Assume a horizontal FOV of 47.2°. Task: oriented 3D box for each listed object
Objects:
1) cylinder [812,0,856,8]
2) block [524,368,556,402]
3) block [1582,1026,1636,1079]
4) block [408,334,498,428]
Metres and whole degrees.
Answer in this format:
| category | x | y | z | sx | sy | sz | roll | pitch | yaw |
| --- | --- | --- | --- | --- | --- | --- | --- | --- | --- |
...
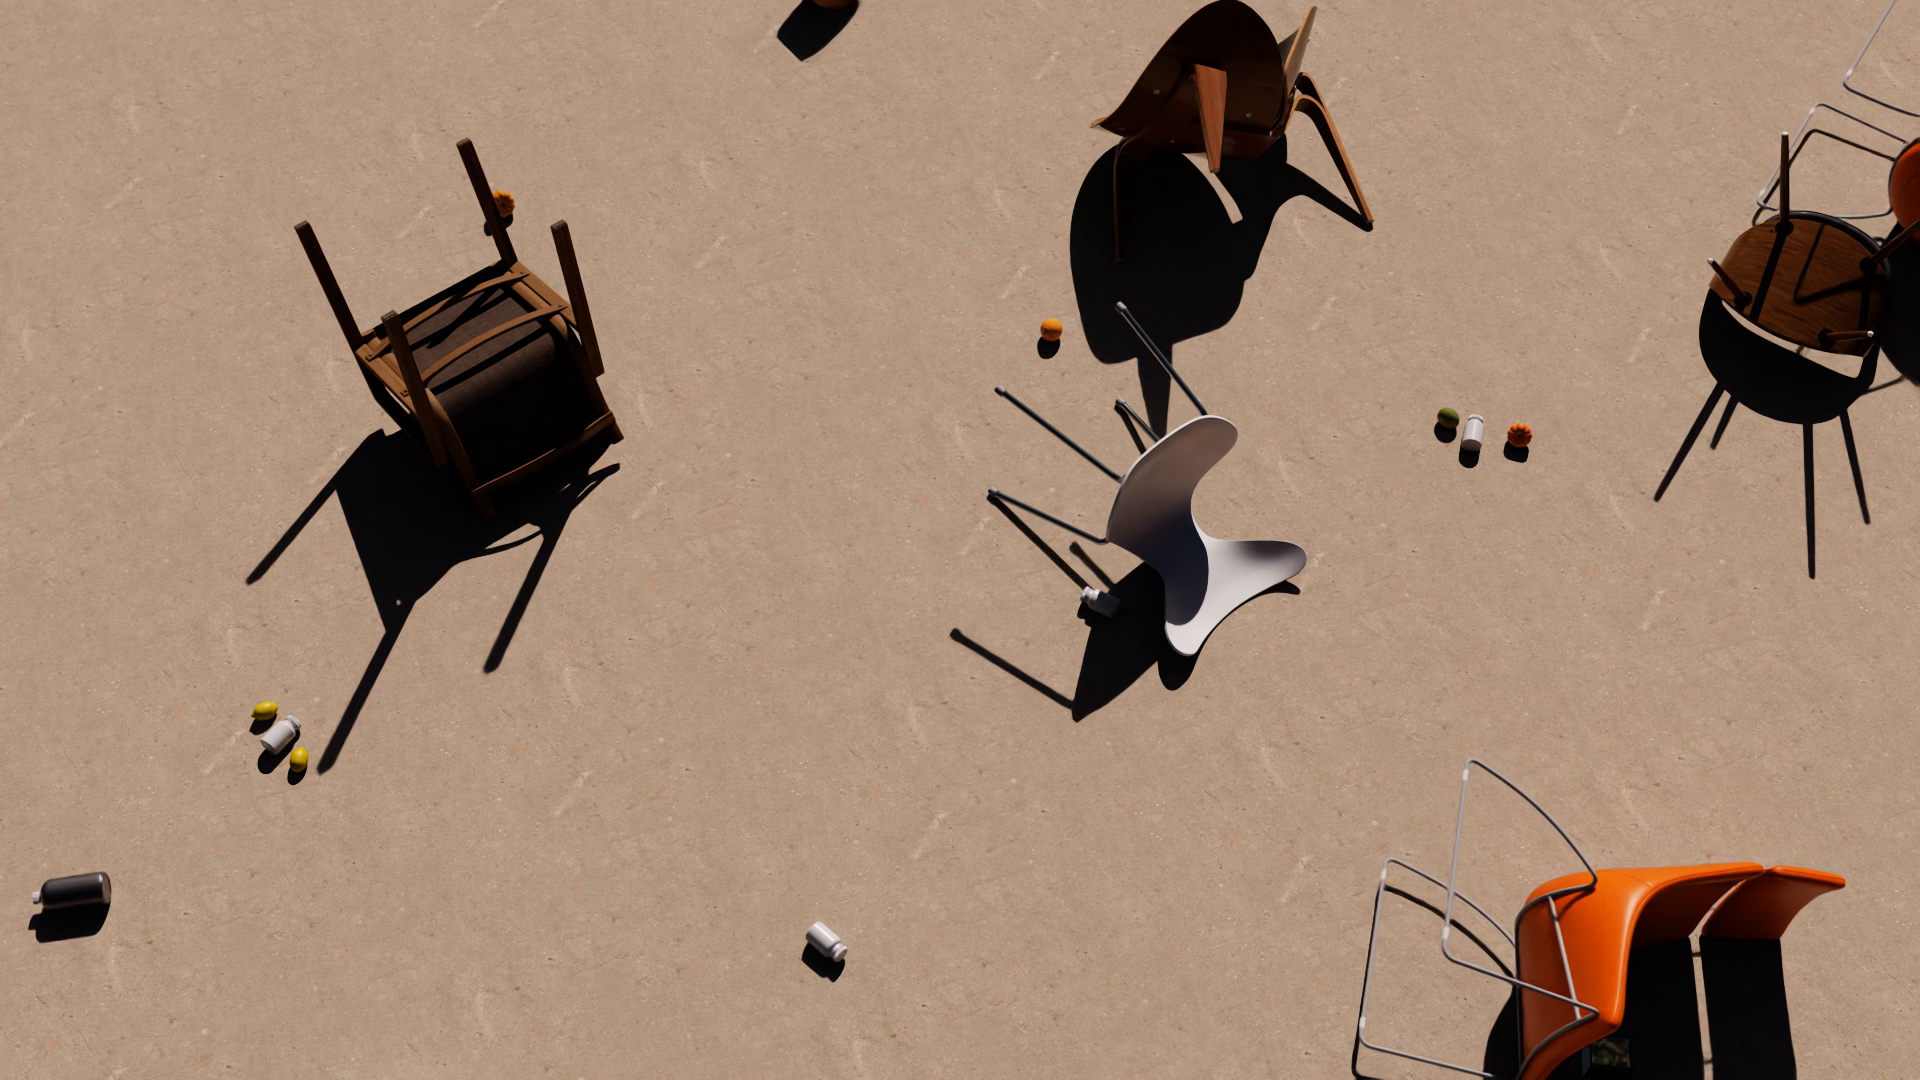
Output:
| category | x | y | z | sx | sy | sz | roll | pitch | yaw |
| --- | --- | --- | --- | --- | --- | --- | --- | --- | --- |
| cylinder | -0.480 | -1.979 | 7.794 | 0.252 | 0.128 | 0.144 | -8 | 47 | -49 |
| block | -1.312 | -0.484 | 6.870 | 0.054 | 0.048 | 0.080 | 37 | 63 | 22 |
| block | 1.661 | 1.316 | 5.632 | 0.110 | 0.097 | 0.101 | 6 | 56 | 4 |
| block | -1.570 | -0.494 | 6.815 | 0.176 | 0.149 | 0.177 | -37 | 64 | -22 |
